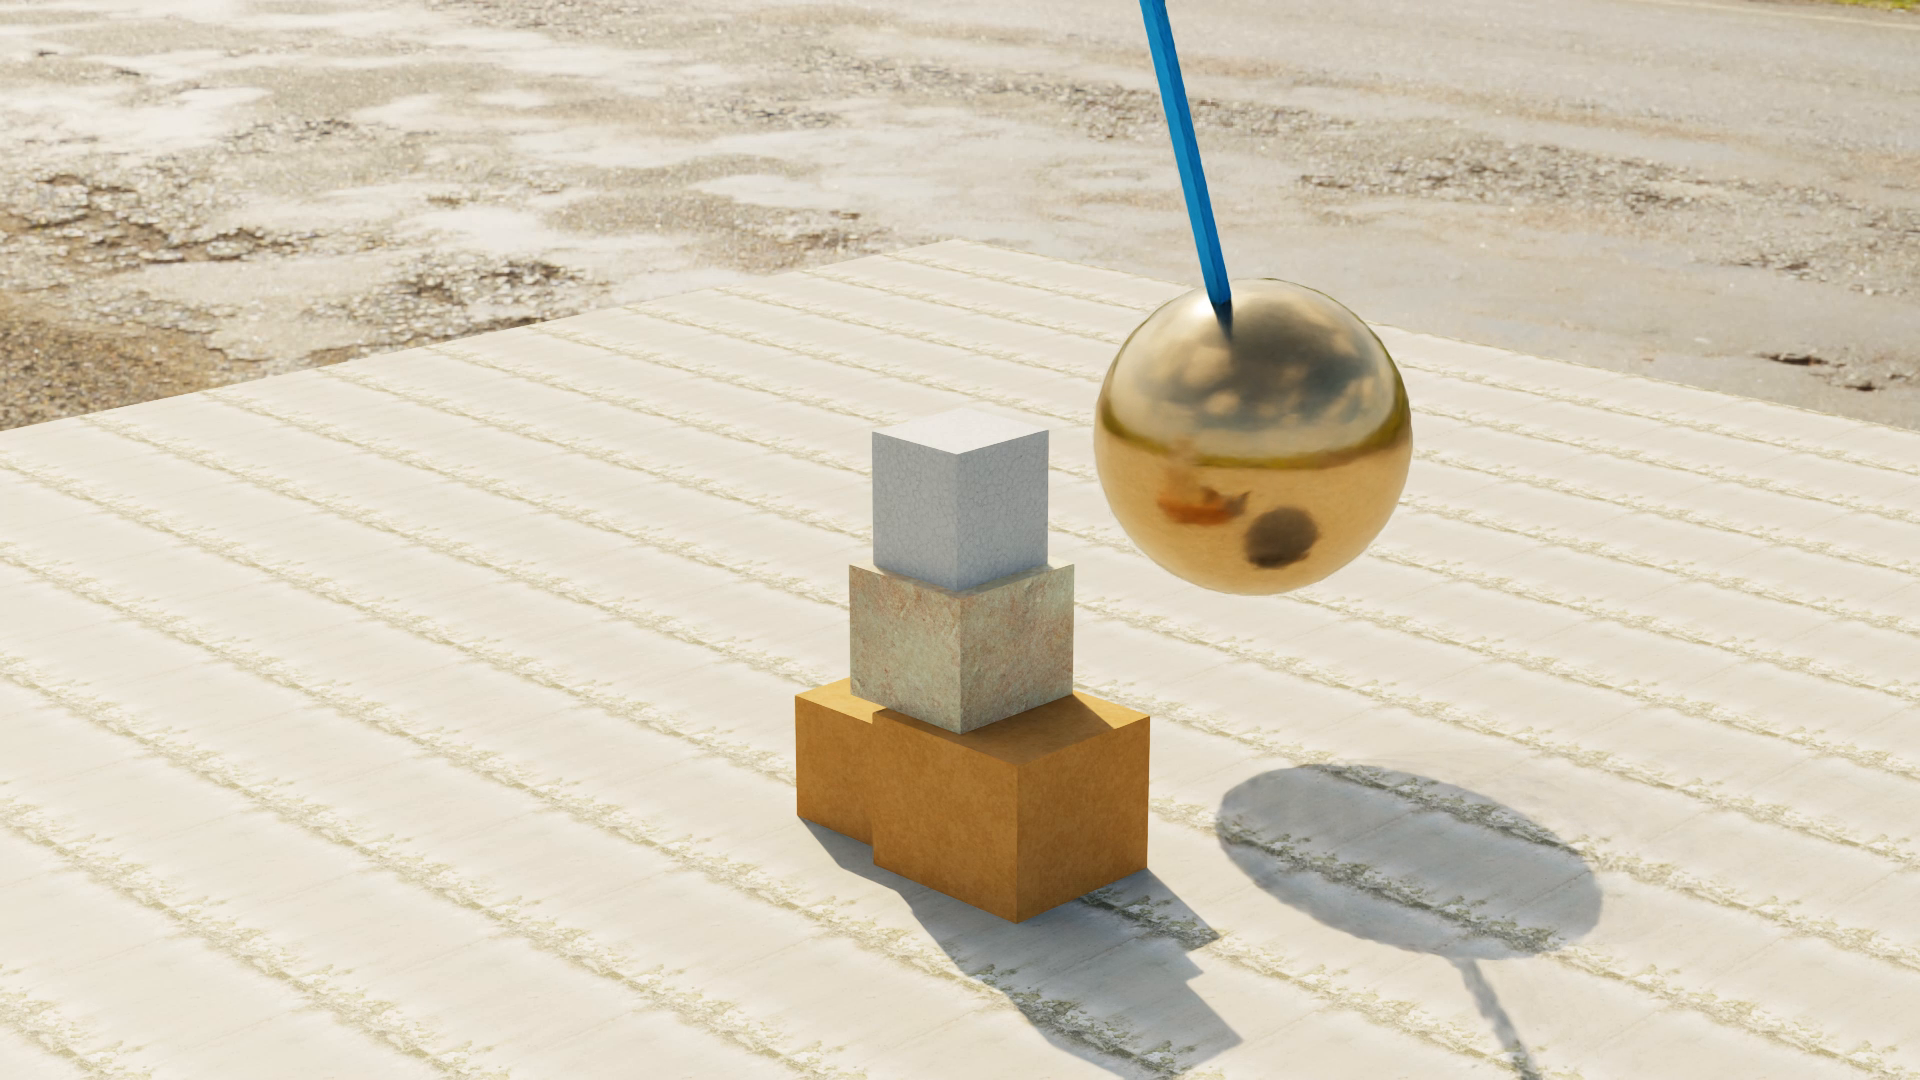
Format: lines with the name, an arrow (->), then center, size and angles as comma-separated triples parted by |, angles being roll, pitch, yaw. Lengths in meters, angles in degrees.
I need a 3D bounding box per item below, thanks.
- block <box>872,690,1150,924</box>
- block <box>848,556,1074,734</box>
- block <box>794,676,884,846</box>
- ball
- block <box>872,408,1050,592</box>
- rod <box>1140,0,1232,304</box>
block -> 0.232, 1.149, 13.439 | 0.869, 0.750, 0.920 | -17, 24, -42
block -> 0.008, 0.410, 13.479 | 0.738, 0.635, 0.720 | -17, 24, -42
block -> -0.315, 1.033, 14.026 | 0.659, 0.618, 0.675 | -17, 24, -42
ball -> 1.467, -0.517, 14.717 | 1.600, 1.600, 1.600 | 0, 17, 0
block -> 0.003, -0.193, 13.284 | 0.586, 0.633, 0.541 | -17, 24, -42
rod -> 0.636, -3.311, 12.967 | 0.080, 5.200, 0.080 | 17, 44, 42
